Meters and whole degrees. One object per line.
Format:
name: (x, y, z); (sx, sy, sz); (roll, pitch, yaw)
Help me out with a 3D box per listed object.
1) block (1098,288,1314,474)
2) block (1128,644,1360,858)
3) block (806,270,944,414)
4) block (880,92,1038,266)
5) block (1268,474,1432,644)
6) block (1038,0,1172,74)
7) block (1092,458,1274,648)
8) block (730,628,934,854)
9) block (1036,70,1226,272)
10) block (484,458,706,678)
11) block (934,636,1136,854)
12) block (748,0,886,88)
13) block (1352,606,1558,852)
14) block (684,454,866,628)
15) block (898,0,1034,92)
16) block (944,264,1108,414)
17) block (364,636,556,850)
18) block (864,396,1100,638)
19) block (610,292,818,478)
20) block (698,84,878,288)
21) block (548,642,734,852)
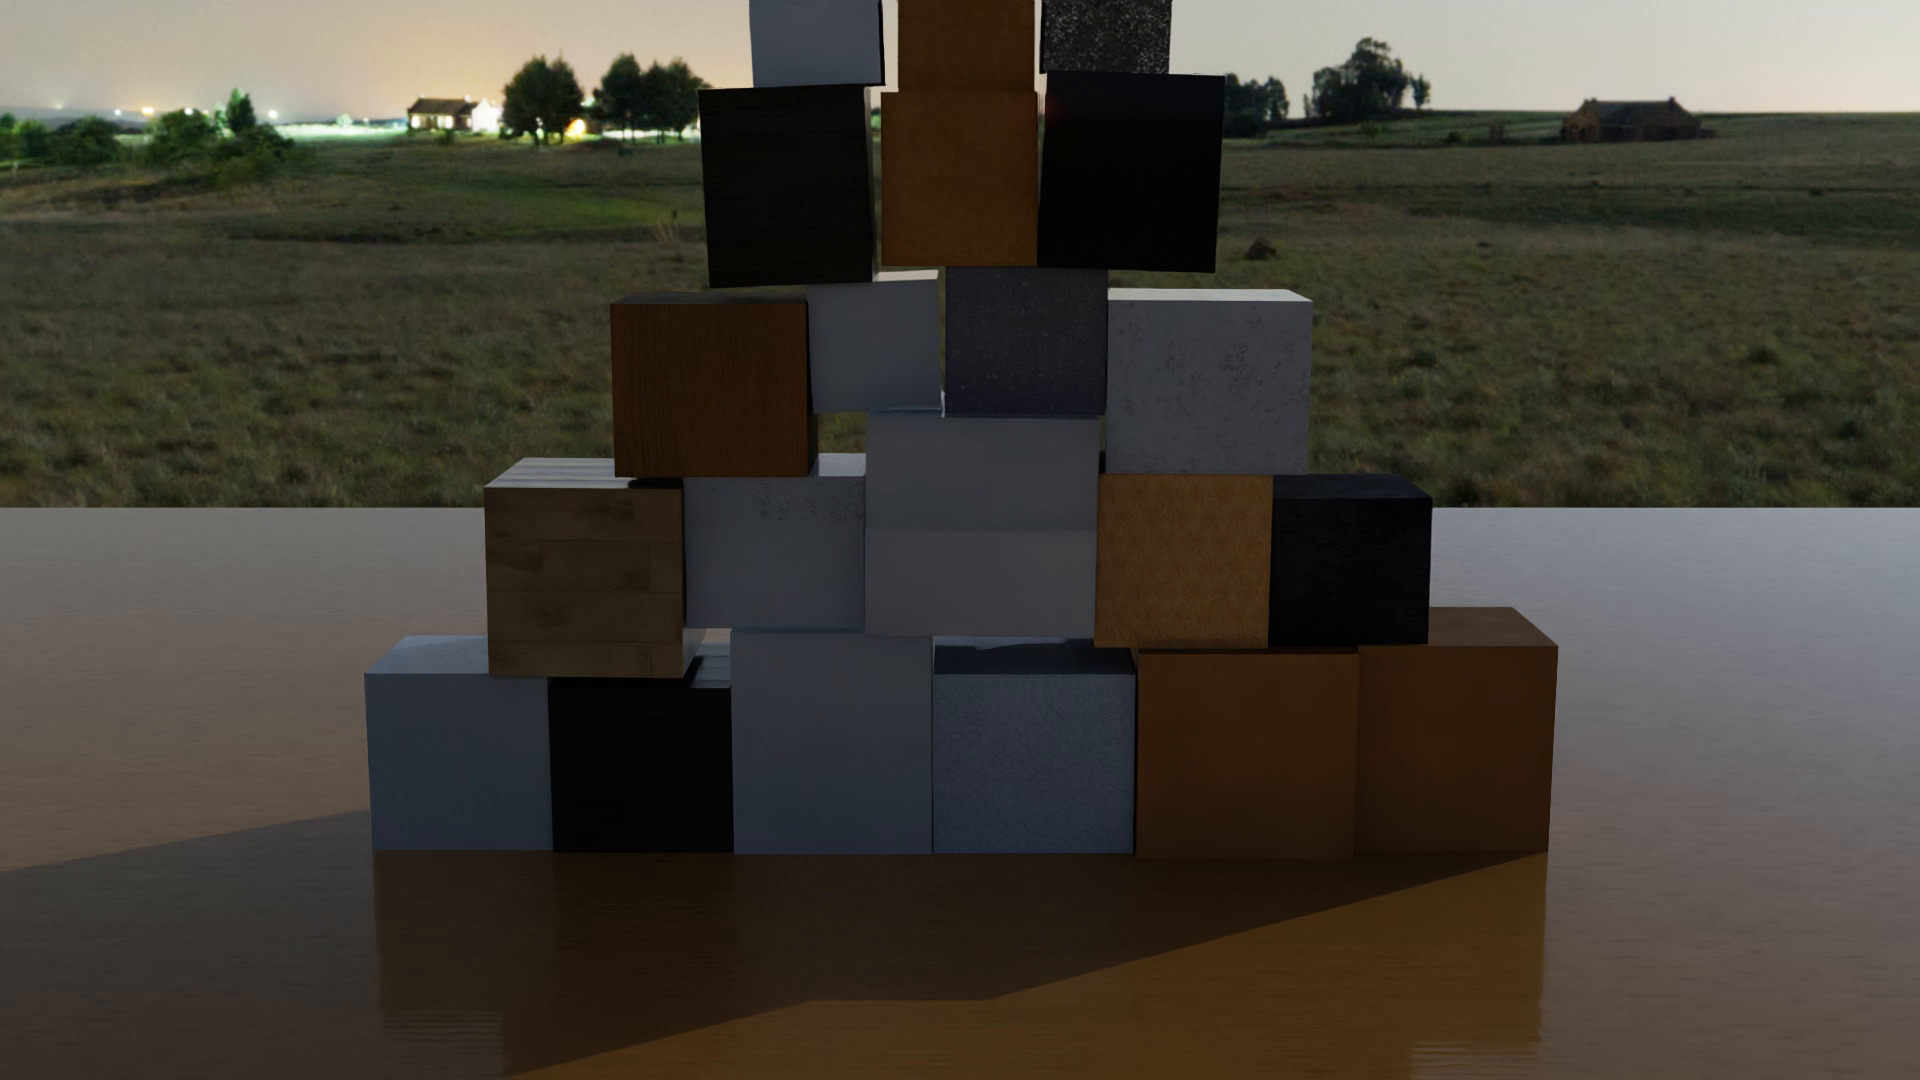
block: (1.199, -0.809, 11.021); (0.979, 0.841, 0.843); (0, 10, 0)
block: (1.410, 0.964, 11.362); (1.073, 1.039, 1.153); (0, 10, 0)
block: (-0.413, -1.000, 10.993); (0.628, 0.628, 0.748); (-2, 10, 0)
block: (-0.004, -1.787, 10.861); (0.743, 0.821, 0.767); (0, 10, 0)
block: (1.916, 0.082, 11.198); (0.787, 0.725, 0.810); (0, 10, 0)
block: (0.704, -2.535, 10.723); (0.597, 0.520, 0.598); (2, 10, 0)
block: (1.091, 0.029, 11.174); (0.852, 0.863, 0.877); (0, 10, 0)
block: (-0.633, 0.922, 11.344); (0.984, 1.128, 0.994); (0, 10, 0)
block: (0.812, -1.819, 10.840); (0.838, 0.922, 0.879); (2, 10, 0)
block: (-1.830, 0.121, 11.205); (0.952, 0.938, 1.008); (1, 10, 0)
block: (0.366, 1.027, 11.359); (0.995, 0.916, 0.951); (0, 10, 0)
block: (-0.691, -2.502, 10.734); (0.611, 0.569, 0.640); (-2, 10, 0)
block: (2.450, 0.957, 11.358); (0.986, 1.054, 0.919); (0, 10, 0)
block: (-0.911, -0.009, 11.185); (0.877, 0.760, 0.803); (0, 10, 0)
block: (0.029, -2.528, 10.718); (0.650, 0.689, 0.590); (0, 10, 0)
block: (0.319, -1.030, 11.004); (0.781, 0.708, 0.758); (1, 10, 0)
block: (-2.490, 1.031, 11.353); (0.904, 0.910, 0.845); (0, 10, 0)
block: (0.102, -0.153, 11.133); (1.115, 1.069, 1.095); (1, 10, 0)
block: (-1.209, -0.795, 11.037); (0.939, 0.839, 0.851); (0, 10, 0)
block: (-0.828, -1.752, 10.848); (0.782, 0.934, 0.789); (-2, 10, 0)
block: (-1.582, 1.056, 11.389); (0.893, 0.847, 0.987); (0, 10, 0)
